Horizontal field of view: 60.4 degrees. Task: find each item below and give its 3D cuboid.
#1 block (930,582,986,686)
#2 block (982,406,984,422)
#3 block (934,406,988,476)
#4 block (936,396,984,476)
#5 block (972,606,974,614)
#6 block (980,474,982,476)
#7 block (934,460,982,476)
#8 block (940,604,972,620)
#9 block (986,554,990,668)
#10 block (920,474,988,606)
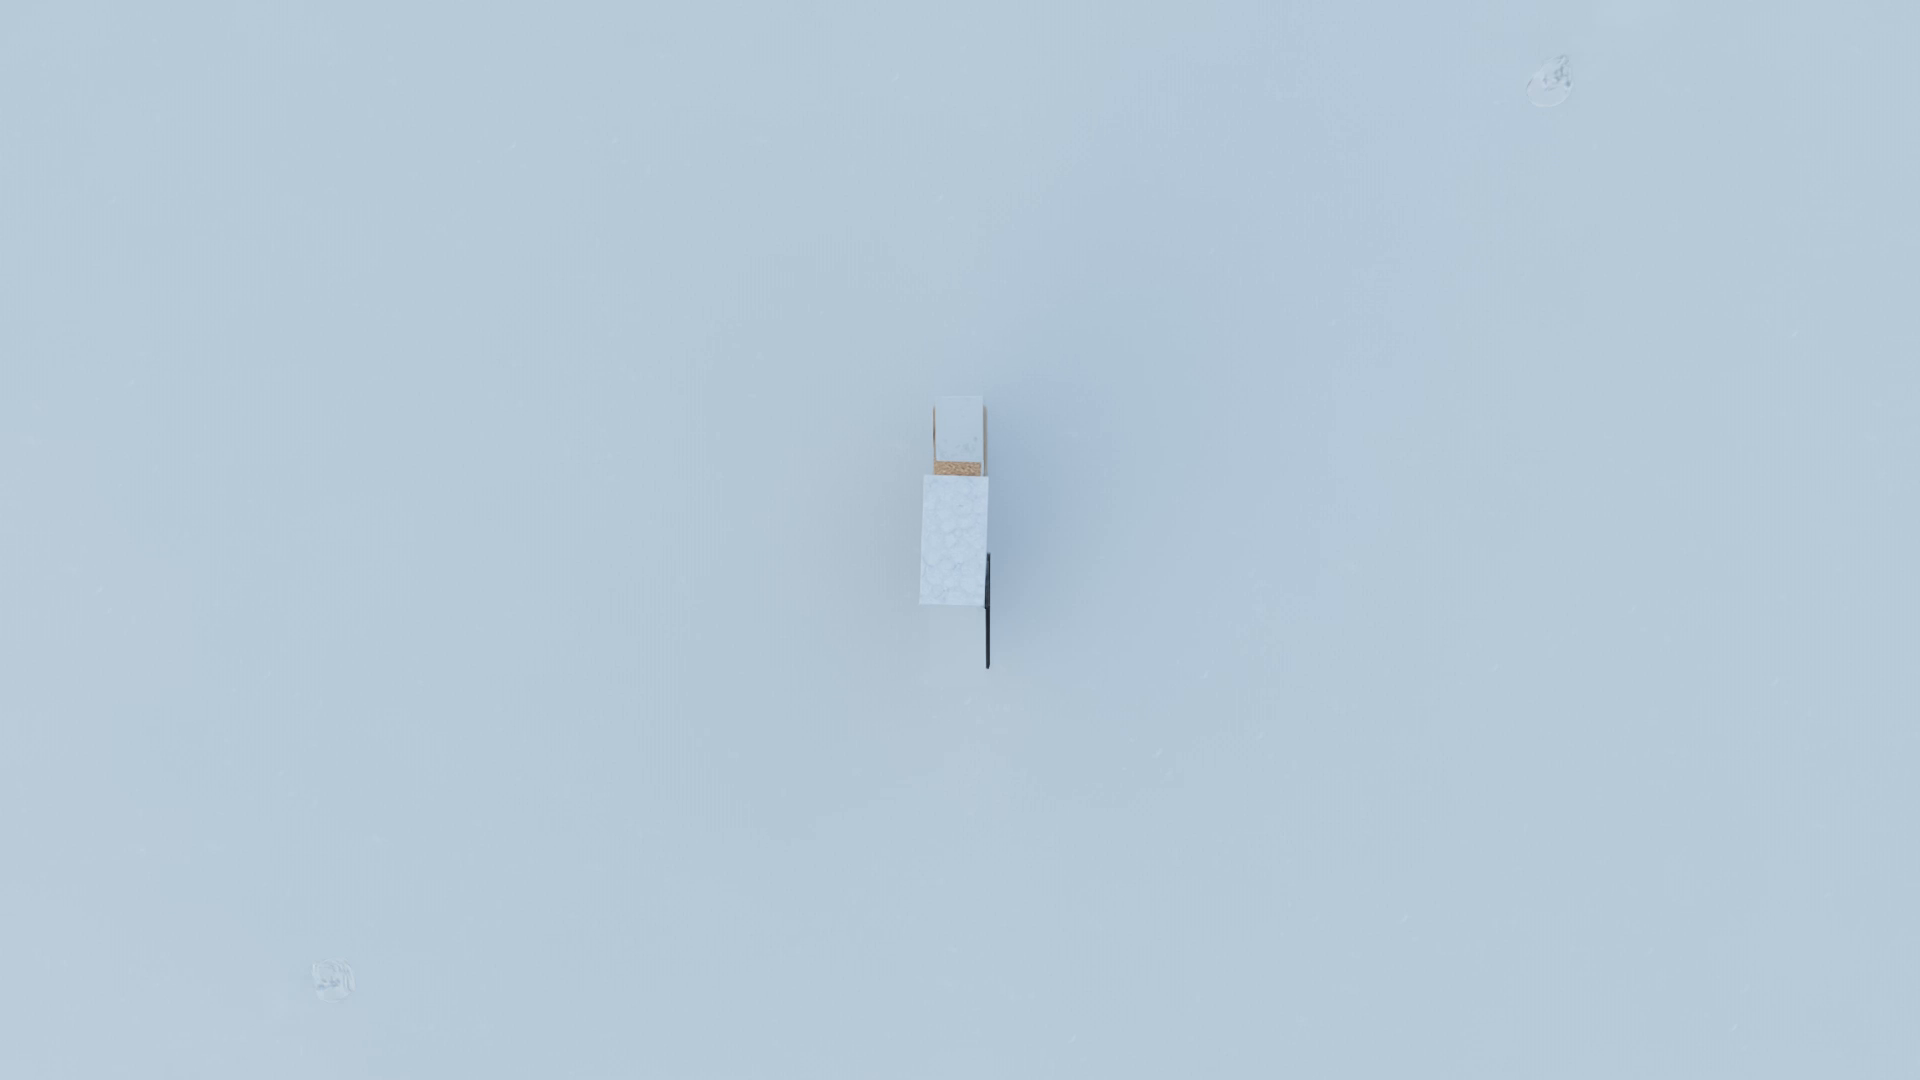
[{"bbox_3d":[-0.005,0.246,4.483,0.149,0.042,0.299,0,91,0],"label":"block"},{"bbox_3d":[0.001,-0.352,4.695,0.130,0.259,0.037,0,90,0],"label":"block"},{"bbox_3d":[0.002,-0.231,4.847,0.159,0.045,0.319,0,90,0],"label":"block"},{"bbox_3d":[-0.002,-0.266,4.547,0.130,0.037,0.259,0,90,0],"label":"block"},{"bbox_3d":[-0.005,0.179,4.379,0.081,0.163,0.023,0,90,0],"label":"block"},{"bbox_3d":[-0.005,-0.164,4.407,0.121,0.243,0.034,-1,91,0],"label":"block"},{"bbox_3d":[-0.009,-0.081,4.264,0.121,0.034,0.243,2,88,0],"label":"block"},{"bbox_3d":[-0.010,0.126,4.286,0.081,0.023,0.163,-2,88,0],"label":"block"},{"bbox_3d":[0.003,0.220,5.118,0.178,0.050,0.356,0,90,0],"label":"block"},{"bbox_3d":[-0.014,0.000,3.920,0.153,0.043,0.306,2,91,0],"label":"block"}]
